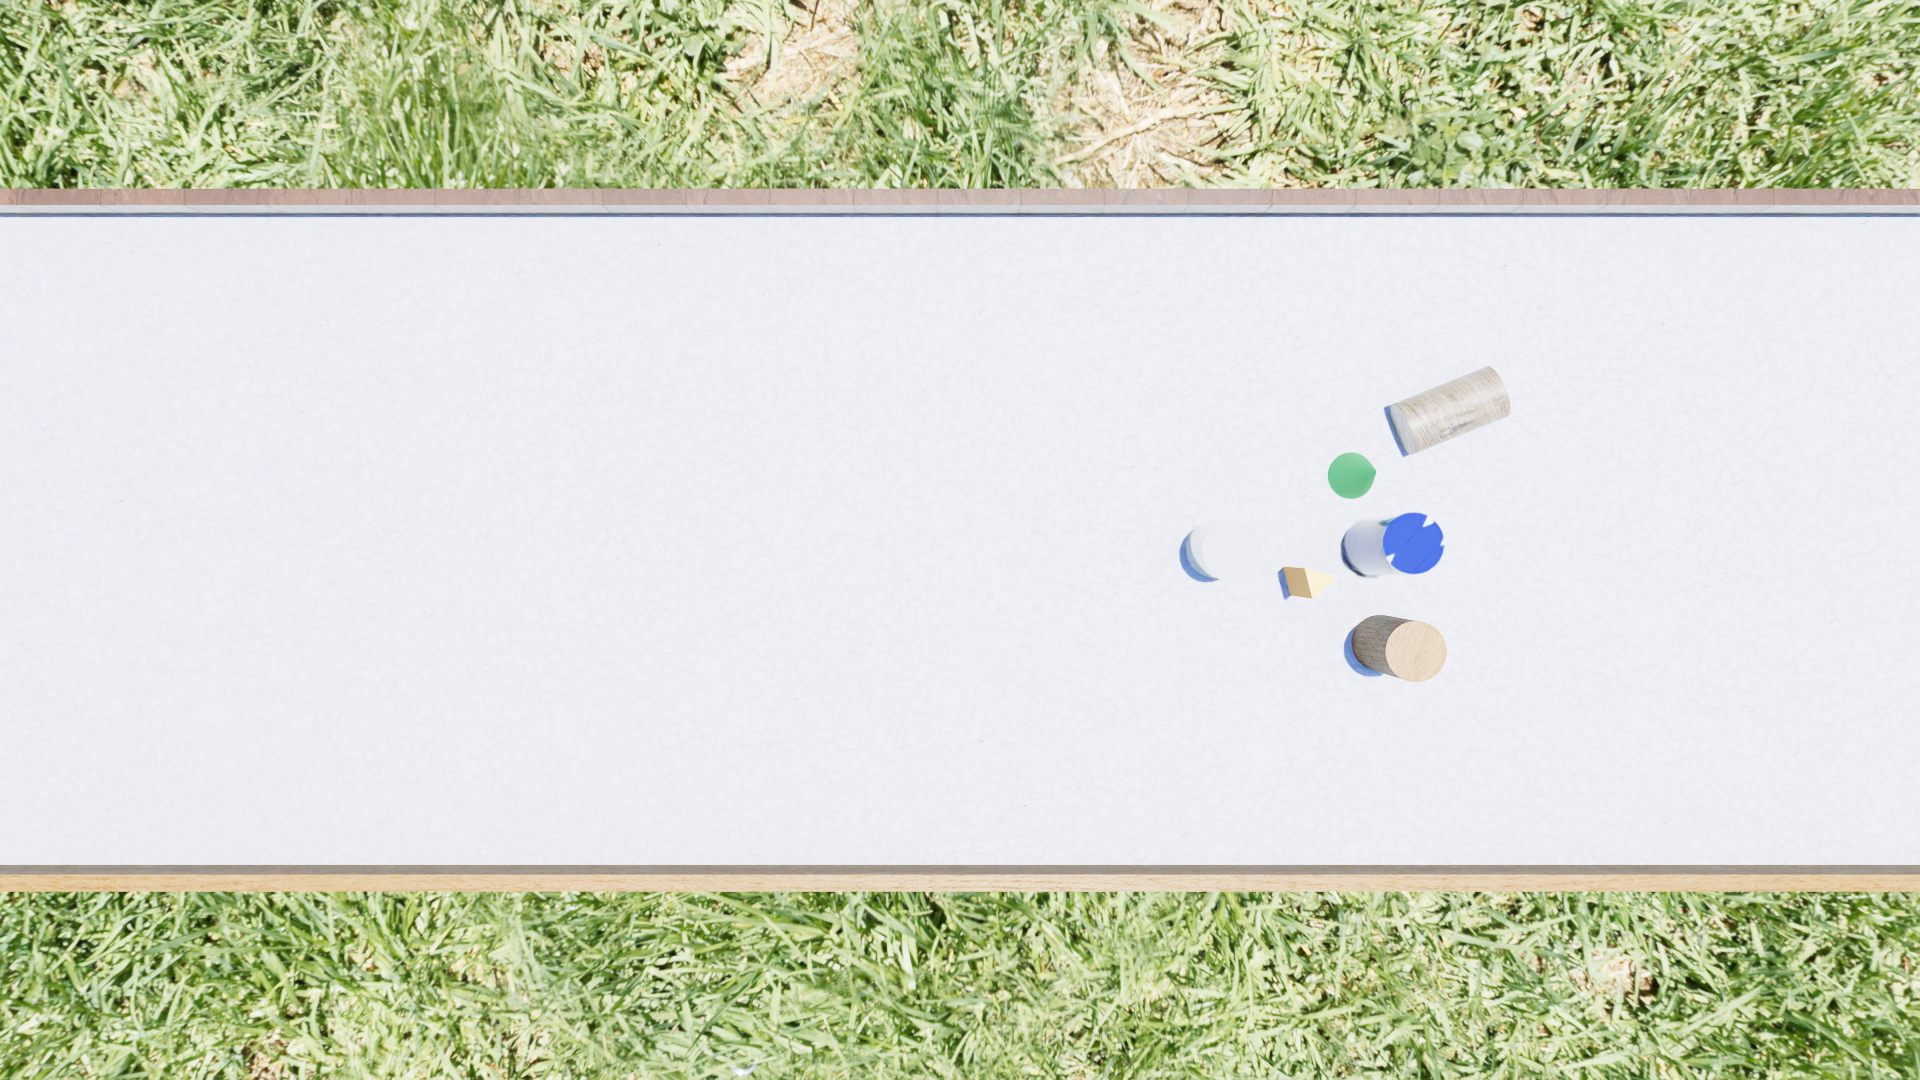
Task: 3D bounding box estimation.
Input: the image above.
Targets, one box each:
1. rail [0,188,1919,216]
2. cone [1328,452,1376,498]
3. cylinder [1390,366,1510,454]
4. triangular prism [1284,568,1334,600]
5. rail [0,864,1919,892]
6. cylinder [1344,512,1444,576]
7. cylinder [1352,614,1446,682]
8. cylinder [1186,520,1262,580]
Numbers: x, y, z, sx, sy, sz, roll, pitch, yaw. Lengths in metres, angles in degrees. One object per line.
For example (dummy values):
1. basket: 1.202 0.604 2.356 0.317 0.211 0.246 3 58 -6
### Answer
1. rail: -2.247 -1.025 5.002 12.000 0.150 0.050 0 90 0
2. cone: 1.203 -0.198 4.917 0.144 0.318 0.144 0 90 0
3. cylinder: 1.483 -0.392 4.994 0.309 0.165 0.165 -22 90 0
4. triangular prism: 1.024 0.111 4.917 0.091 0.319 0.078 -44 90 0
5. rail: -2.247 1.025 5.001 12.000 0.150 0.050 0 90 0
6. cylinder: 1.275 0.015 4.869 0.177 0.407 0.177 0 88 -2
7. cylinder: 1.292 0.317 4.874 0.174 0.405 0.174 0 90 0
8. cylinder: 0.780 0.030 4.909 0.172 0.335 0.172 0 90 0
